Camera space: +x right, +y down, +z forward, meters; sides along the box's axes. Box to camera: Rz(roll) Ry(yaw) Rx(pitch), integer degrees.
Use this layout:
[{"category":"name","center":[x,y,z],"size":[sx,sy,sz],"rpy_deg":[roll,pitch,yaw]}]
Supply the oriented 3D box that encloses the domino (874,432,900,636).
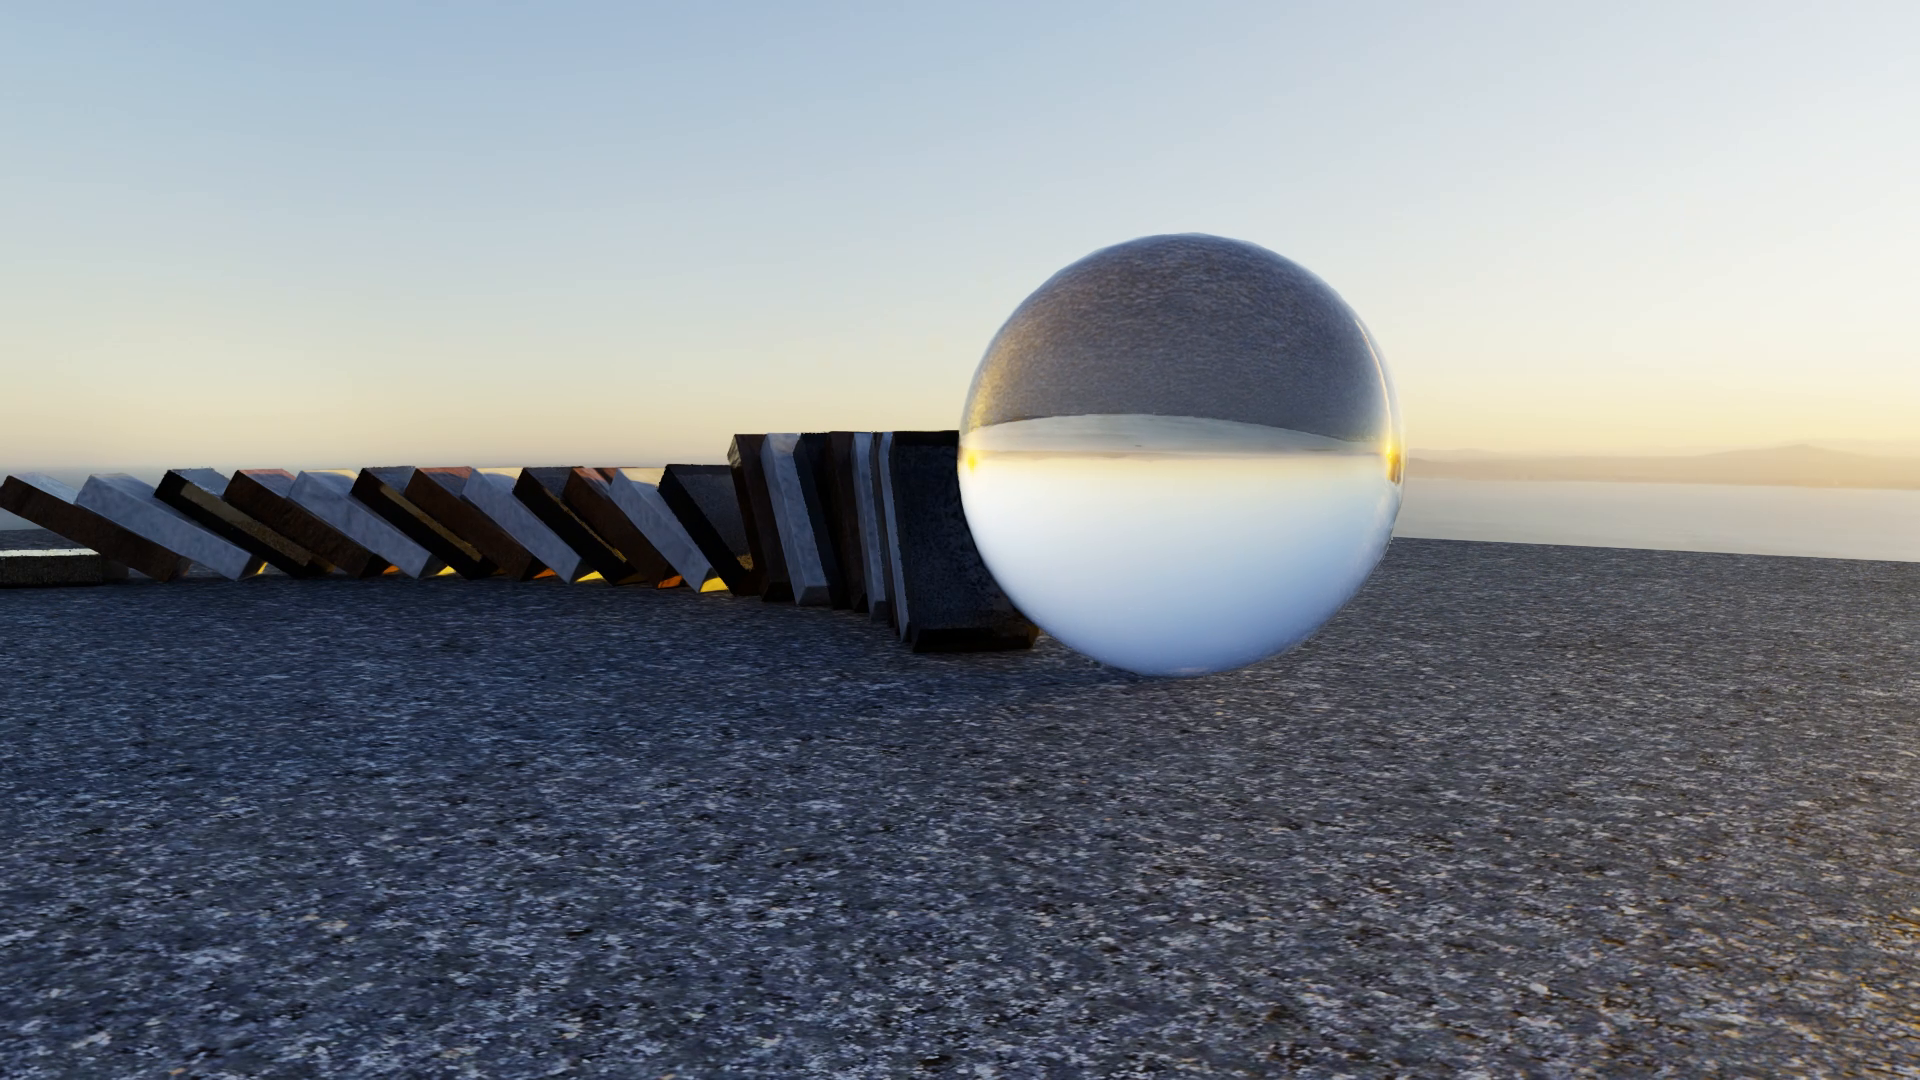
[{"category":"domino","center":[-0.005,-0.002,0.297],"size":[0.025,0.050,0.010],"rpy_deg":[-1,-33,-13]}]

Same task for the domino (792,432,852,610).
[{"category":"domino","center":[-0.026,-0.006,0.343],"size":[0.025,0.050,0.010],"rpy_deg":[-2,-32,-27]}]

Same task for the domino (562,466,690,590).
[{"category":"domino","center":[-0.096,-0.004,0.393],"size":[0.050,0.010,0.025],"rpy_deg":[40,25,26]}]

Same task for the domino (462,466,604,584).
[{"category":"domino","center":[-0.131,-0.005,0.407],"size":[0.050,0.009,0.025],"rpy_deg":[36,18,18]}]

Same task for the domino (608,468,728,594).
[{"category":"domino","center":[-0.080,-0.004,0.383],"size":[0.050,0.009,0.025],"rpy_deg":[42,28,29]}]

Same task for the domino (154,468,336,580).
[{"category":"domino","center":[-0.226,-0.006,0.410],"size":[0.050,0.010,0.025],"rpy_deg":[32,1,-5]}]

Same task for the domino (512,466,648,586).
[{"category":"domino","center":[-0.113,-0.005,0.401],"size":[0.050,0.010,0.025],"rpy_deg":[38,21,22]}]

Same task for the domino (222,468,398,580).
[{"category":"domino","center":[-0.207,-0.006,0.414],"size":[0.050,0.009,0.025],"rpy_deg":[32,5,0]}]

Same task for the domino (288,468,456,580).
[{"category":"domino","center":[-0.187,-0.006,0.415],"size":[0.050,0.009,0.025],"rpy_deg":[32,7,4]}]

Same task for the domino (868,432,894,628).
[{"category":"domino","center":[-0.007,-0.003,0.309],"size":[0.025,0.050,0.009],"rpy_deg":[-1,-33,-13]}]

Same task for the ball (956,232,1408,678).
[{"category":"ball","center":[0.039,-0.015,0.234],"size":[0.080,0.080,0.080],"rpy_deg":[0,4,0]}]

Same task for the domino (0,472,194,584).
[{"category":"domino","center":[-0.264,-0.004,0.394],"size":[0.050,0.009,0.025],"rpy_deg":[30,-5,-19]}]

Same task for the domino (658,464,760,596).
[{"category":"domino","center":[-0.065,-0.004,0.373],"size":[0.025,0.010,0.050],"rpy_deg":[-2,39,-43]}]

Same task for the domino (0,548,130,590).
[{"category":"domino","center":[-0.284,0.009,0.388],"size":[0.050,0.010,0.025],"rpy_deg":[-1,4,-17]}]

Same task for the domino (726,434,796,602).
[{"category":"domino","center":[-0.047,-0.007,0.360],"size":[0.025,0.050,0.010],"rpy_deg":[-2,-34,-27]}]

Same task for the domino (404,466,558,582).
[{"category":"domino","center":[-0.150,-0.006,0.411],"size":[0.050,0.009,0.025],"rpy_deg":[35,13,12]}]

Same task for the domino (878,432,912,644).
[{"category":"domino","center":[-0.003,-0.002,0.286],"size":[0.025,0.050,0.009],"rpy_deg":[-1,-33,-13]}]

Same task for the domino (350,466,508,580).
[{"category":"domino","center":[-0.168,-0.006,0.414],"size":[0.050,0.010,0.025],"rpy_deg":[34,11,9]}]

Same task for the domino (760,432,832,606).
[{"category":"domino","center":[-0.037,-0.007,0.351],"size":[0.025,0.050,0.010],"rpy_deg":[-2,-32,-27]}]

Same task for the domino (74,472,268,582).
[{"category":"domino","center":[-0.245,-0.004,0.403],"size":[0.050,0.010,0.025],"rpy_deg":[30,-3,-13]}]

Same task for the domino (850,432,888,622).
[{"category":"domino","center":[-0.012,-0.004,0.320],"size":[0.025,0.050,0.010],"rpy_deg":[-1,-33,-13]}]

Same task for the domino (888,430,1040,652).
[{"category":"domino","center":[0.000,-0.001,0.274],"size":[0.025,0.050,0.010],"rpy_deg":[-1,-33,-13]}]

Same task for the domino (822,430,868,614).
[{"category":"domino","center":[-0.019,-0.005,0.333],"size":[0.025,0.050,0.009],"rpy_deg":[-1,-33,-22]}]
